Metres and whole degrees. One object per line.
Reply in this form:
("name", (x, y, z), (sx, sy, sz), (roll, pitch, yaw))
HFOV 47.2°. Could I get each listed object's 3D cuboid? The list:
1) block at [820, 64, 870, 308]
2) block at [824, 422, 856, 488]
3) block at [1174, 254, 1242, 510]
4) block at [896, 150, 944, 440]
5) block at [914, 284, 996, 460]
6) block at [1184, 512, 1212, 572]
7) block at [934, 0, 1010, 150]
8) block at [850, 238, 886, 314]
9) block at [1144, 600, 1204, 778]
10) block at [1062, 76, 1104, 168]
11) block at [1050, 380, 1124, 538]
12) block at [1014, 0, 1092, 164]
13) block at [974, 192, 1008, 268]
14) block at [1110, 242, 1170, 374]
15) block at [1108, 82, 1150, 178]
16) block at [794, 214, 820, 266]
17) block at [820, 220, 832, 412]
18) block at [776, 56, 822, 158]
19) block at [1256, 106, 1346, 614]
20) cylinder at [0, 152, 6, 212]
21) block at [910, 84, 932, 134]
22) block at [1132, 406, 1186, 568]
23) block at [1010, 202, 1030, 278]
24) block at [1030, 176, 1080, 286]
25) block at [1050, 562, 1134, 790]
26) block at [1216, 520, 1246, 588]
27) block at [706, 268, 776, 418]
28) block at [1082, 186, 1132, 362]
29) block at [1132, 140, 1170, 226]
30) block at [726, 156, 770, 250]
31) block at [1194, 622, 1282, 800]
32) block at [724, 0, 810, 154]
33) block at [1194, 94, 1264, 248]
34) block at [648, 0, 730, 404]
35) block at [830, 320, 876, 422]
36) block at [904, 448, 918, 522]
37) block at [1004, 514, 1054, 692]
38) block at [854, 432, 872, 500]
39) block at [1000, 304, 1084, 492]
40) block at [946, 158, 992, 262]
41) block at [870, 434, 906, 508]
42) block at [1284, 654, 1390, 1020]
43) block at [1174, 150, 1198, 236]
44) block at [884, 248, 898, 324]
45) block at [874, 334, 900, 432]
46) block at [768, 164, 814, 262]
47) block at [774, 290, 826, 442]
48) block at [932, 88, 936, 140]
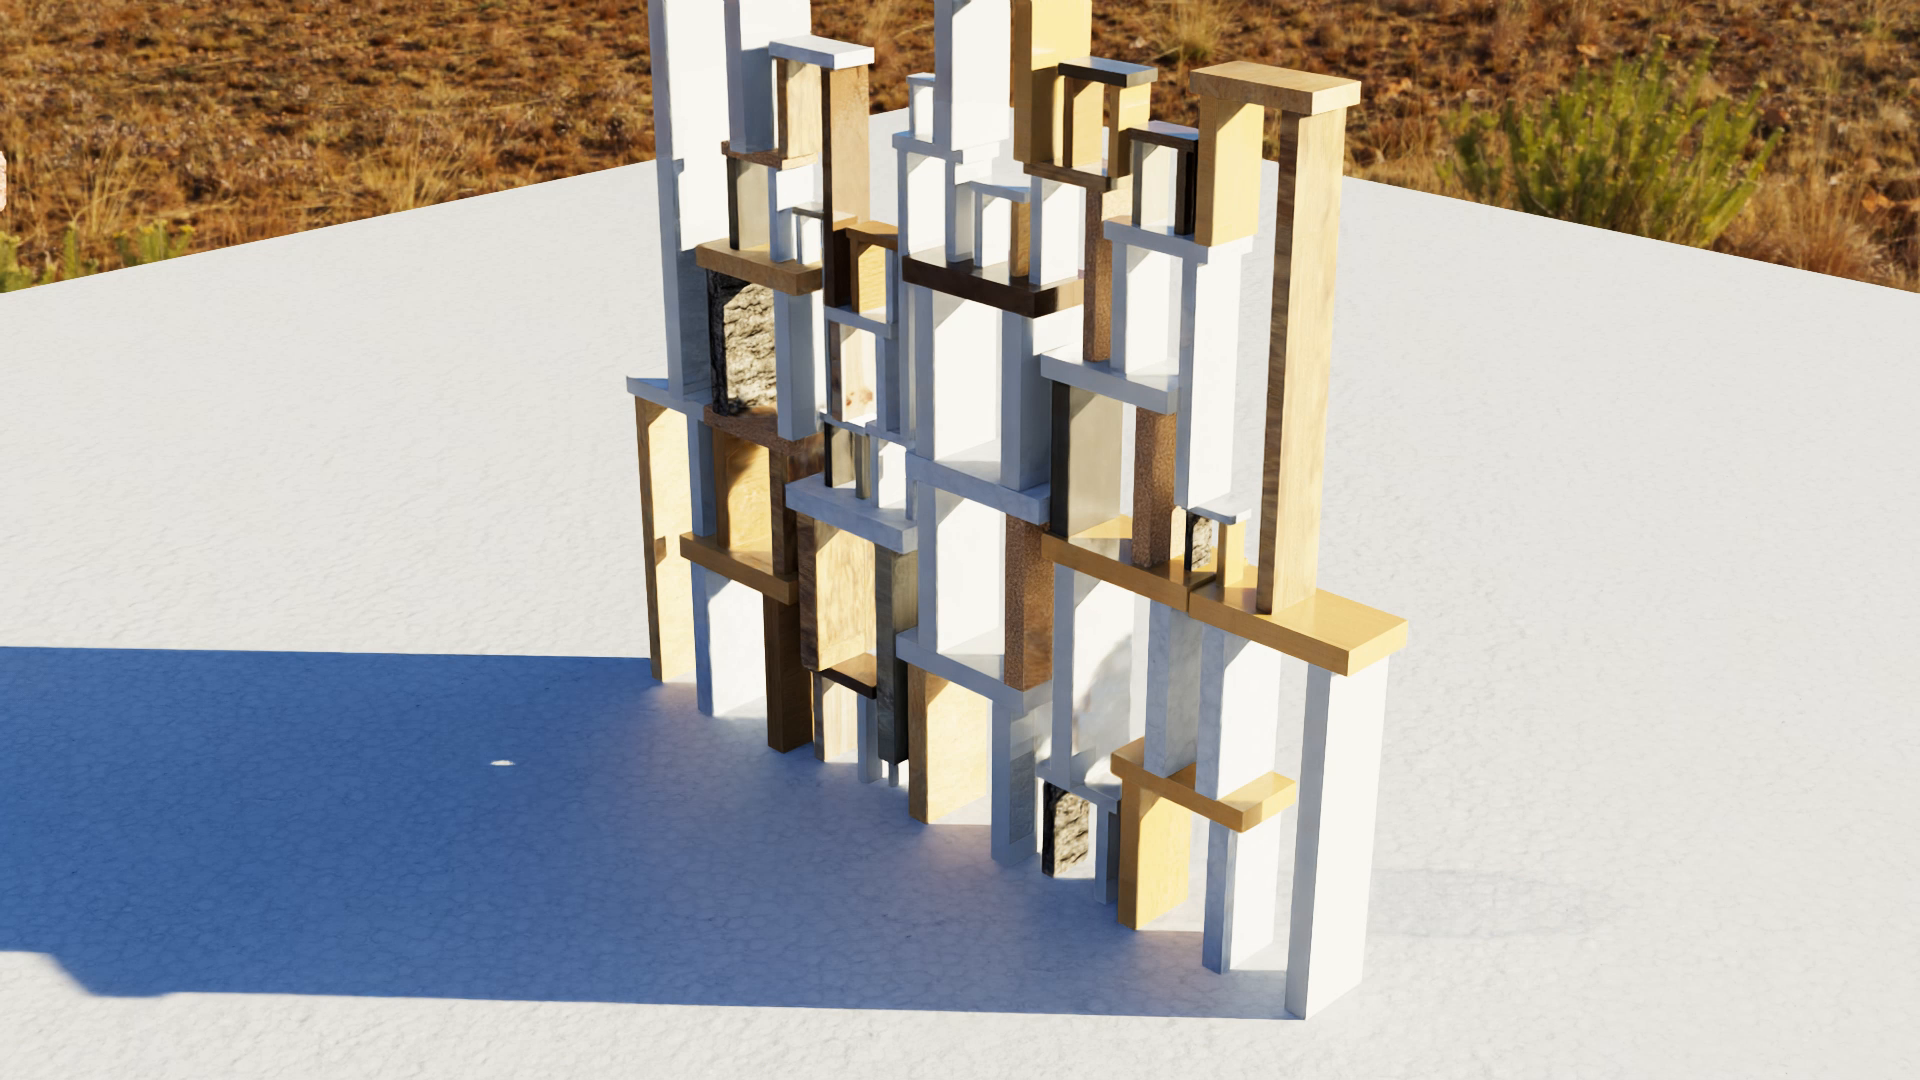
("block", (-0.215, -0.672, 4.165), (0.095, 0.459, 0.027), (-21, 31, -40))
("block", (-0.240, -0.179, 4.406), (0.068, 0.137, 0.019), (-21, 31, -40))
("block", (0.412, -0.269, 3.668), (0.113, 0.429, 0.032), (-21, 31, -40))
("block", (-0.073, -0.459, 4.100), (0.091, 0.553, 0.026), (-21, 31, -40))
("block", (-0.007, -0.328, 4.091), (0.165, 0.330, 0.047), (-21, 31, -41))
("block", (0.409, -0.005, 3.773), (0.015, 0.108, 0.054), (21, 31, 41))
("block", (0.022, -0.843, 3.850), (0.144, 0.297, 0.041), (-21, 31, -40))
("block", (-0.175, -0.510, 4.189), (0.071, 0.142, 0.020), (-21, 31, -40))
("block", (0.403, 0.238, 3.887), (0.047, 0.335, 0.167), (21, 31, 41))
("block", (0.206, -0.707, 3.692), (0.076, 0.151, 0.021), (-21, 31, -40))
("block", (0.226, -0.161, 3.910), (0.041, 0.287, 0.144), (21, 31, 40))
("block", (0.156, -0.794, 3.722), (0.144, 0.288, 0.041), (-21, 31, -40))
("block", (0.056, -0.559, 3.921), (0.067, 0.134, 0.019), (-21, 31, -40))
("block", (0.305, -0.404, 3.723), (0.032, 0.225, 0.113), (21, 31, 41))
("block", (0.278, -0.679, 3.626), (0.021, 0.151, 0.076), (22, 32, 40))
("block", (-0.296, -0.590, 4.286), (0.014, 0.101, 0.050), (19, 31, 38))
("block", (-0.244, -0.441, 4.301), (0.050, 0.387, 0.014), (-22, 31, -40))
("block", (-0.304, -0.831, 4.194), (0.095, 0.190, 0.027), (-20, 31, -40))
("block", (0.543, -0.280, 3.515), (0.034, 0.831, 0.119), (21, 31, 41))
("cylinder", (-2.309, -0.841, 5.148), (0.142, 0.142, 0.142), (-13, -17, -28))
("block", (-0.071, -0.781, 3.969), (0.013, 0.090, 0.045), (21, 31, 40))
("block", (0.361, -0.108, 3.786), (0.041, 0.287, 0.144), (21, 31, 40))
("block", (0.119, -0.535, 3.863), (0.067, 0.134, 0.019), (-21, 31, -41))
("block", (0.164, -0.545, 3.817), (0.095, 0.190, 0.027), (-21, 31, -40))
("block", (0.245, 0.229, 4.054), (0.047, 0.448, 0.167), (21, 31, 41))
("block", (0.459, 0.018, 3.728), (0.015, 0.116, 0.054), (21, 31, 40))
("block", (-0.441, -0.421, 4.521), (0.043, 0.307, 0.153), (21, 31, 41))
("block", (0.253, -0.459, 3.755), (0.027, 0.301, 0.095), (21, 31, 41))
("block", (0.315, -0.595, 3.625), (0.069, 0.139, 0.020), (-21, 31, -40))
("block", (-0.419, -0.679, 4.387), (0.093, 0.186, 0.026), (-21, 31, -40))
("block", (0.485, 0.273, 3.814), (0.046, 0.328, 0.164), (21, 31, 41))
("block", (-0.368, -0.932, 4.232), (0.173, 0.346, 0.049), (-21, 31, -40))
("block", (0.430, -0.597, 3.503), (0.119, 0.238, 0.034), (-21, 31, -40))
("block", (-0.534, -0.735, 4.490), (0.049, 0.910, 0.173), (21, 31, 41))
("block", (-0.207, -0.341, 4.302), (0.095, 0.203, 0.027), (-21, 31, -40))
("block", (-0.071, -0.116, 4.243), (0.074, 0.148, 0.021), (-21, 31, -40))
("block", (0.161, 0.093, 4.088), (0.173, 0.346, 0.049), (-21, 31, -41))
("block", (-0.175, -0.154, 4.346), (0.068, 0.137, 0.019), (-21, 31, -40))
("block", (0.148, -0.267, 3.948), (0.165, 0.330, 0.047), (-21, 31, -41))
("block", (0.015, -0.597, 3.950), (0.091, 0.182, 0.026), (-21, 31, -41))
("block", (-0.141, -0.144, 4.307), (0.074, 0.149, 0.021), (-21, 31, -40))
("block", (0.639, 0.492, 3.740), (0.046, 0.673, 0.164), (21, 31, 41))
("block", (0.380, -0.569, 3.565), (0.069, 0.139, 0.020), (-21, 31, -40))
("block", (-0.107, -0.483, 4.127), (0.071, 0.142, 0.020), (-21, 31, -40))
("block", (-0.118, -0.312, 4.216), (0.095, 0.190, 0.027), (-21, 31, -40))
("block", (-0.330, -0.645, 4.306), (0.026, 0.186, 0.093), (21, 31, 40))
("block", (-0.296, -0.365, 4.389), (0.043, 0.307, 0.153), (21, 31, 40))
("block", (-0.028, -0.765, 3.930), (0.013, 0.090, 0.045), (22, 31, 40))
